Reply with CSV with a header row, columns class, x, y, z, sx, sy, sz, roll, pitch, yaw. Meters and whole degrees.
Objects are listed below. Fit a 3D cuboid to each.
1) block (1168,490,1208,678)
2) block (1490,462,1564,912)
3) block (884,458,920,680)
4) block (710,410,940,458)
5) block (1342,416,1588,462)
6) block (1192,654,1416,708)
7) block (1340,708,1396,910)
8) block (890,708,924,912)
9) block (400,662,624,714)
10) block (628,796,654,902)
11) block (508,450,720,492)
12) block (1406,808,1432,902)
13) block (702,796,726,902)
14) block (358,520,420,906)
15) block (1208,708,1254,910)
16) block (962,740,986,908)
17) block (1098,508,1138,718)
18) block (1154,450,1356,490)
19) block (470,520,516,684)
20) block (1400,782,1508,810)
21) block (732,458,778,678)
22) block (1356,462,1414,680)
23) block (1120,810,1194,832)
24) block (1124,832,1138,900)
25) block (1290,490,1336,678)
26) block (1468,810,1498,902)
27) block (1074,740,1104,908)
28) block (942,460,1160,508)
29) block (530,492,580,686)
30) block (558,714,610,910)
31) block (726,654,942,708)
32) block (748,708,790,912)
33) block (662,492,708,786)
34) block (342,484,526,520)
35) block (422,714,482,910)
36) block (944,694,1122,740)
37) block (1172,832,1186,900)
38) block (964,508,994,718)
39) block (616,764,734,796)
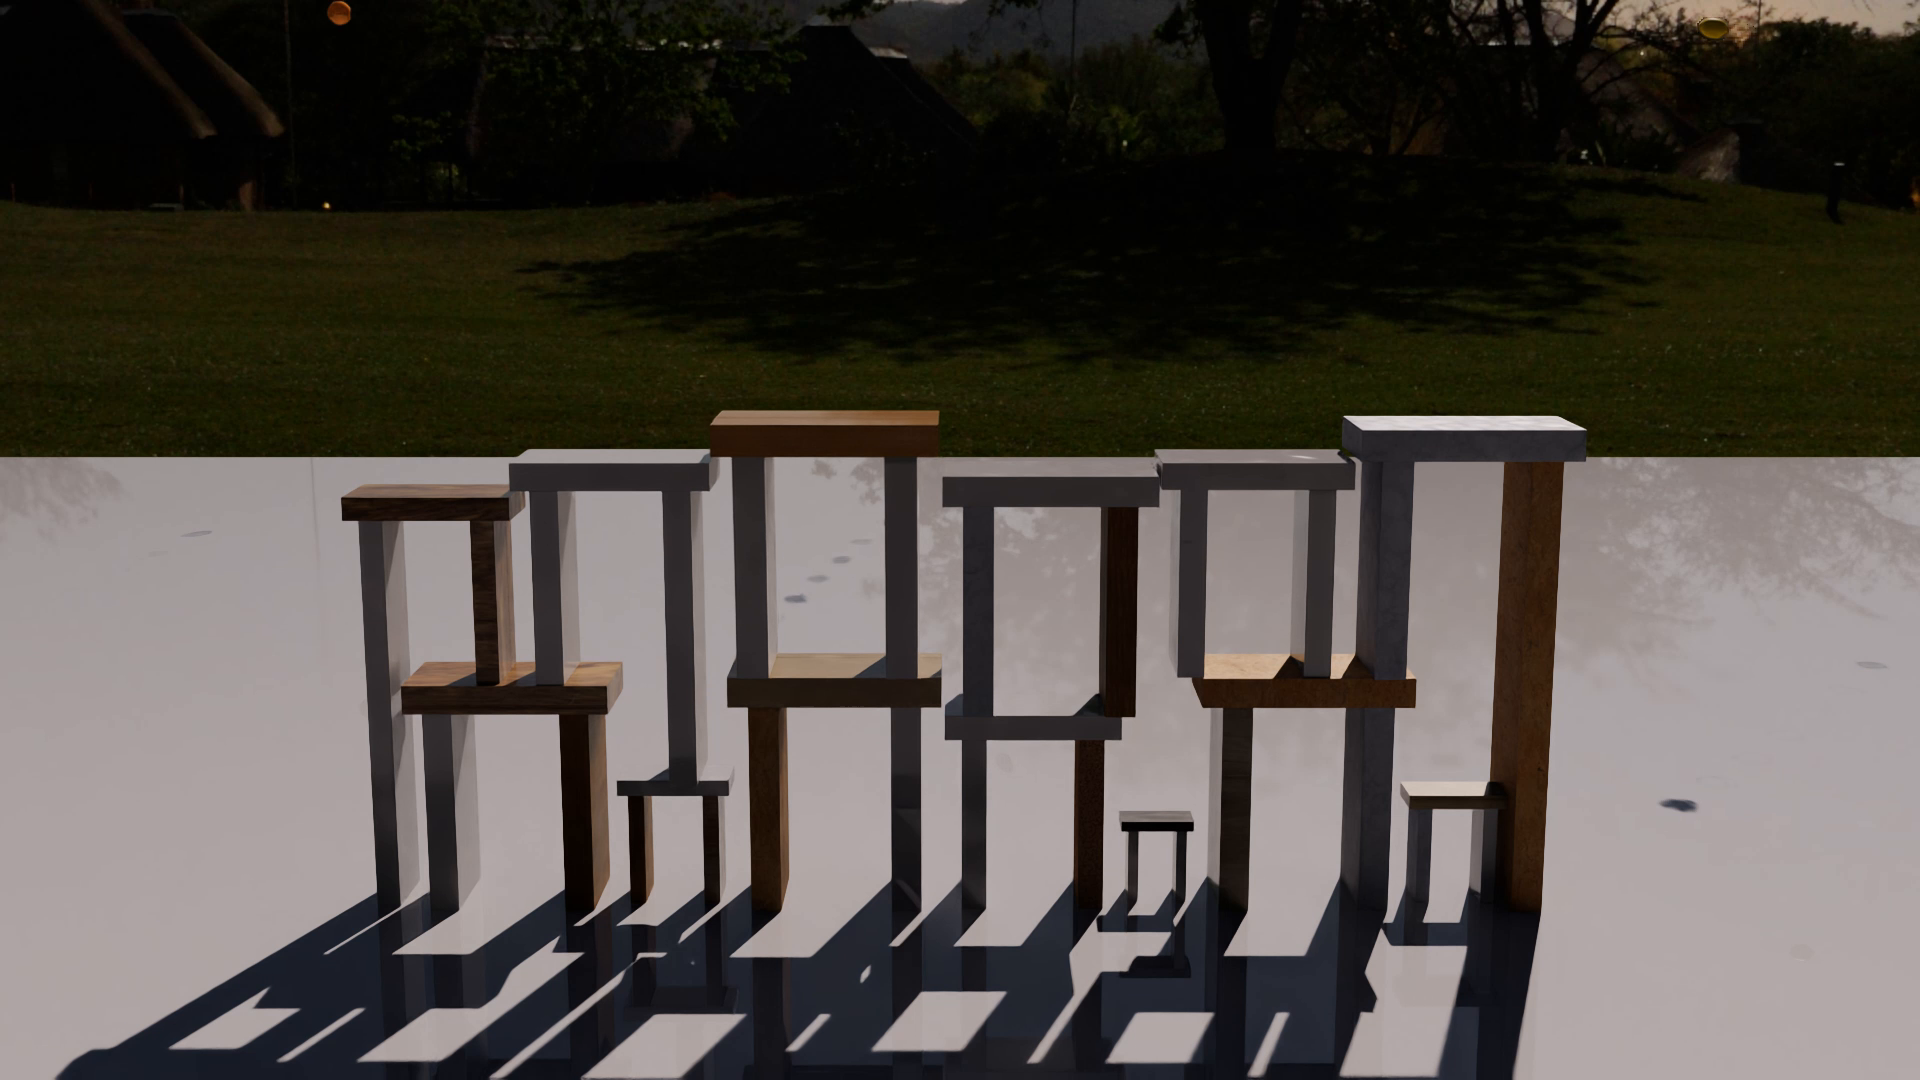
class,x,y,z,sx,sy,sz,roll,pitch,yaw
block,0.370,0.057,3.572,0.043,0.304,0.152,0,11,0
block,0.922,0.226,3.600,0.050,0.741,0.176,0,11,0
block,-0.093,0.030,3.562,0.051,0.357,0.179,0,11,0
block,-0.213,-0.171,3.526,0.357,0.051,0.179,0,11,0
block,0.804,-0.163,3.528,0.352,0.050,0.176,0,11,0
block,0.560,0.230,3.606,0.341,0.048,0.171,0,11,0
block,0.674,0.422,3.642,0.048,0.341,0.171,0,11,0
block,-0.087,0.421,3.638,0.049,0.343,0.171,0,11,0
block,-0.730,0.242,3.606,0.330,0.047,0.165,0,11,0
block,-0.530,0.500,3.655,0.026,0.183,0.091,0,11,0
block,-0.553,-0.113,3.542,0.315,0.045,0.157,0,11,0
block,0.762,0.512,3.652,0.023,0.160,0.080,0,11,0
block,-0.408,0.500,3.655,0.026,0.183,0.091,0,11,0
block,-0.936,0.274,3.613,0.038,0.643,0.133,0,11,0
block,0.446,0.422,3.642,0.048,0.341,0.171,0,11,0
block,0.023,0.450,3.642,0.040,0.285,0.143,0,11,0
block,0.258,0.101,3.582,0.048,0.342,0.171,0,11,0
block,0.471,-0.114,3.541,0.304,0.043,0.152,0,11,0
block,-0.759,0.088,3.579,0.038,0.266,0.133,0,11,0
block,0.816,0.422,3.635,0.160,0.023,0.080,0,11,0
block,-0.331,0.030,3.563,0.051,0.357,0.179,0,11,0
block,0.687,0.034,3.564,0.050,0.352,0.176,0,11,0
block,0.325,0.466,3.642,0.119,0.017,0.059,0,11,0
block,0.285,0.532,3.654,0.017,0.119,0.059,0,11,0
block,0.573,0.057,3.572,0.043,0.304,0.152,0,11,0
block,0.869,0.512,3.652,0.023,0.160,0.080,0,11,0
block,0.213,0.450,3.642,0.040,0.285,0.143,0,11,0
block,0.143,-0.091,3.547,0.342,0.048,0.171,0,11,0
block,-0.657,0.064,3.575,0.045,0.315,0.158,0,11,0
block,-0.620,0.427,3.641,0.047,0.330,0.165,0,11,0
block,-0.201,0.229,3.602,0.343,0.049,0.171,0,11,0
block,-0.315,0.421,3.638,0.049,0.343,0.171,0,11,0
block,-0.448,0.147,3.590,0.045,0.484,0.158,0,11,0
block,-0.848,-0.061,3.551,0.265,0.038,0.133,0,11,0
block,-0.841,0.427,3.641,0.047,0.330,0.165,0,11,0
block,0.118,0.290,3.612,0.285,0.040,0.143,0,11,0
block,0.365,0.532,3.654,0.017,0.119,0.059,0,11,0
block,0.029,0.101,3.582,0.048,0.342,0.171,0,11,0
block,-0.469,0.397,3.636,0.183,0.026,0.091,0,11,0
